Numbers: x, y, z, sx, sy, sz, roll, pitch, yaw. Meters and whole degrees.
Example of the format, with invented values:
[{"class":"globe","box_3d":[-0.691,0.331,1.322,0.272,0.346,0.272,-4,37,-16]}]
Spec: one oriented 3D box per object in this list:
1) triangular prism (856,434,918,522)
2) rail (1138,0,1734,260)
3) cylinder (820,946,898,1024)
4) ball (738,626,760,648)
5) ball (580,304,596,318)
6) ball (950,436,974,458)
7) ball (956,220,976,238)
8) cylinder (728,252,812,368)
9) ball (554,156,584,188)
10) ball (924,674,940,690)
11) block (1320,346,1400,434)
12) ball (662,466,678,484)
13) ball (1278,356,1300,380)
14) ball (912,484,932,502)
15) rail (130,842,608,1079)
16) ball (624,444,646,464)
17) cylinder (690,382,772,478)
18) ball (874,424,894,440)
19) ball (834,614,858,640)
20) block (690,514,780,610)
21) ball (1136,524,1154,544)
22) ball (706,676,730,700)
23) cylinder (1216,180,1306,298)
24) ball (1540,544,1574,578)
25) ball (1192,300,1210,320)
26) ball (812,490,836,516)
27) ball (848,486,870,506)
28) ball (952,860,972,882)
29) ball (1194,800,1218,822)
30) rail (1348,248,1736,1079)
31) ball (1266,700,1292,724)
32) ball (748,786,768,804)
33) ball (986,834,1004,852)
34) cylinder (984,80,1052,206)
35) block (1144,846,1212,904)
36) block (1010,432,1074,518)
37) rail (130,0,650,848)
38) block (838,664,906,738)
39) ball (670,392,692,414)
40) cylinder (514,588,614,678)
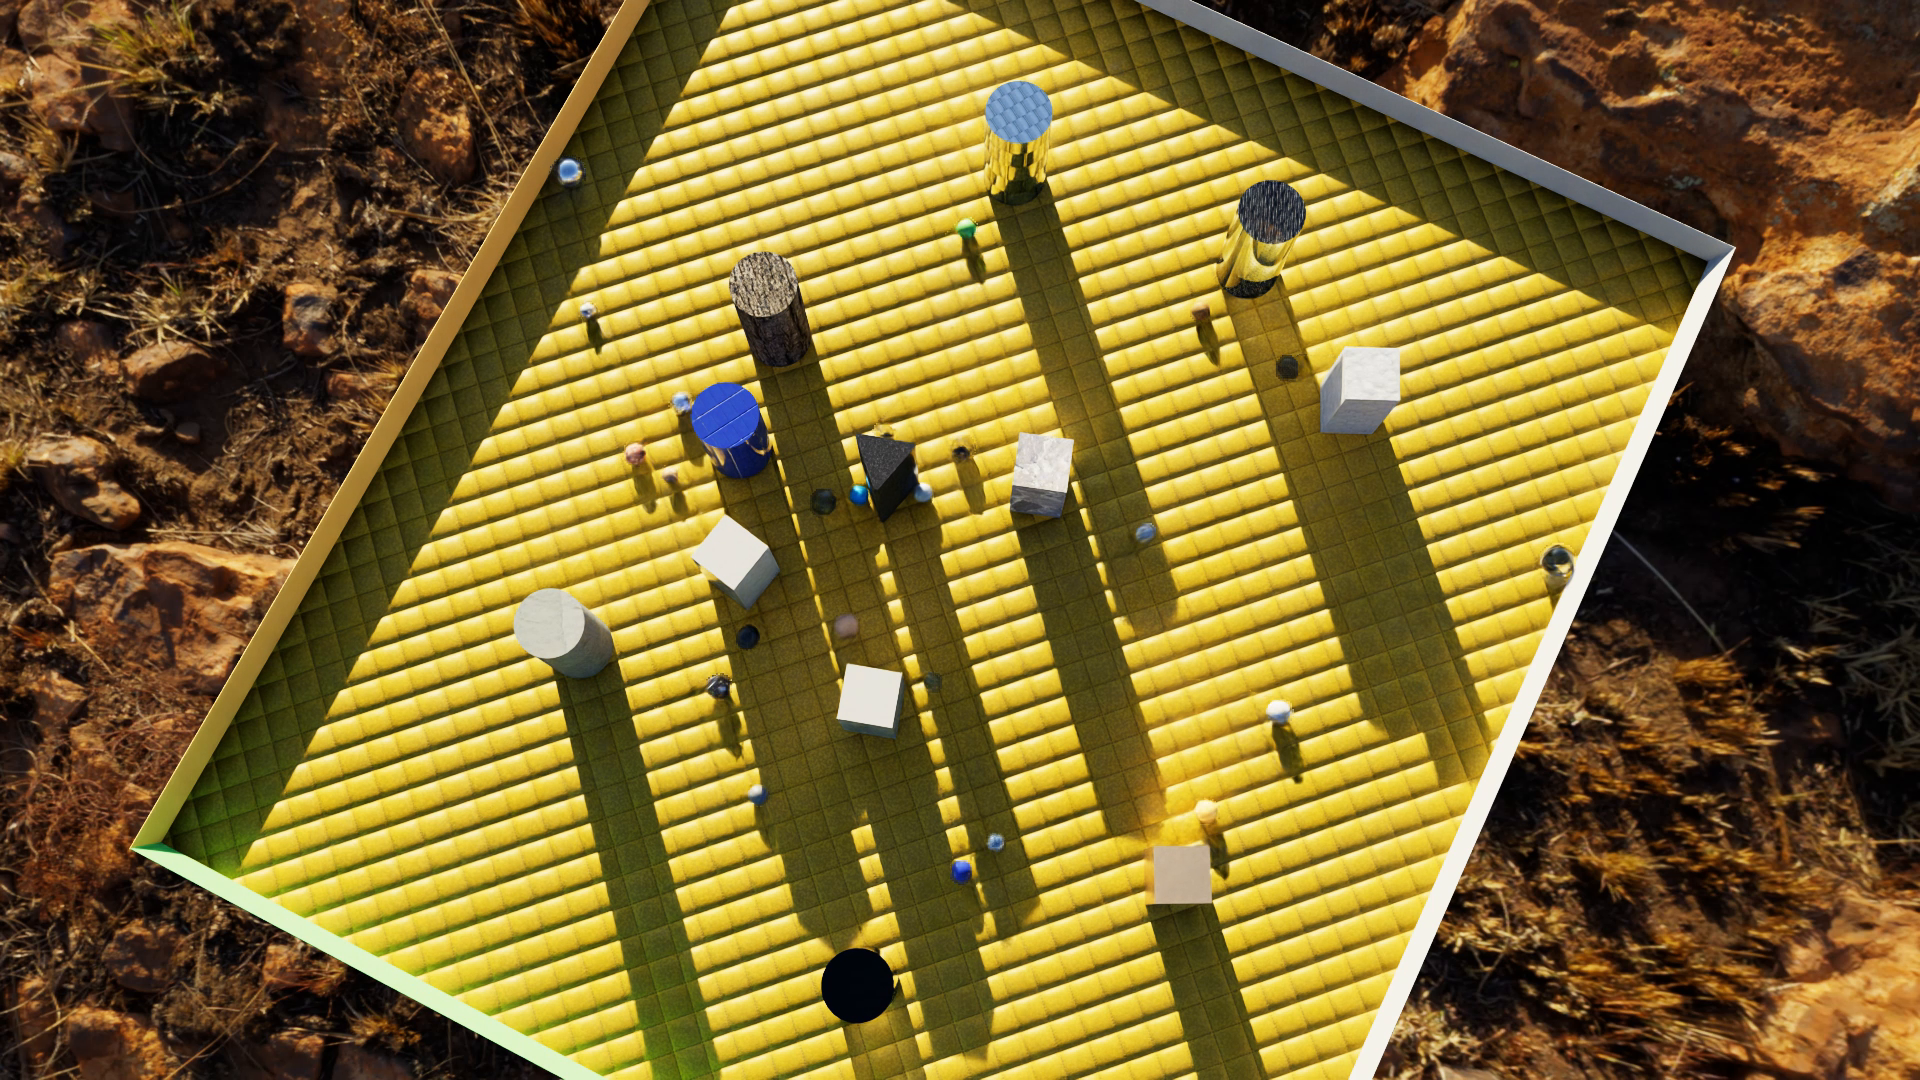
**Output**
[{"class":"triangular prism","box_3d":[-0.239,-0.210,5.435,0.149,0.441,0.172,40,81,8]},{"class":"rail","box_3d":[0.837,-1.633,5.888,3.477,0.129,0.045,26,80,5]},{"class":"cylinder","box_3d":[-0.278,1.247,5.157,0.199,0.395,0.199,0,78,0]},{"class":"ball","box_3d":[-0.637,0.291,5.522,0.068,0.068,0.068,0,78,0]},{"class":"ball","box_3d":[-1.167,-0.718,5.742,0.046,0.046,0.046,0,78,0]},{"class":"ball","box_3d":[0.006,-0.285,5.640,0.070,0.070,0.070,0,78,0]},{"class":"ball","box_3d":[0.020,-0.983,5.789,0.061,0.061,0.061,0,78,0]},{"class":"cylinder","box_3d":[-0.566,-0.687,5.509,0.199,0.489,0.199,0,78,0]},{"class":"ball","box_3d":[-1.240,-1.166,5.809,0.097,0.097,0.097,0,78,0]},{"class":"ball","box_3d":[-0.085,0.426,5.502,0.052,0.052,0.052,0,78,0]},{"class":"block","box_3d":[1.201,-0.446,5.517,0.159,0.375,0.159,2,78,0]},{"class":"ball","box_3d":[-0.890,-0.200,5.632,0.050,0.050,0.050,0,78,0]},{"class":"ball","box_3d":[1.021,-0.534,5.691,0.070,0.070,0.070,0,78,0]},{"class":"ball","box_3d":[-0.115,-0.144,5.616,0.061,0.061,0.061,0,78,0]},{"class":"rail","box_3d":[-0.837,1.646,5.209,3.477,0.129,0.045,26,80,5]},{"class":"ball","box_3d":[-0.999,-0.265,5.639,0.064,0.064,0.064,0,78,0]},{"class":"cylinder","box_3d":[-0.681,-0.324,5.493,0.199,0.373,0.199,0,78,0]},{"class":"ball","box_3d":[-0.233,-0.329,5.654,0.060,0.060,0.060,0,78,0]},{"class":"ball","box_3d":[-0.342,0.262,5.525,0.074,0.074,0.074,0,78,0]},{"class":"block","box_3d":[-0.659,0.071,5.419,0.159,0.358,0.159,37,81,7]},{"class":"ball","box_3d":[0.564,-0.019,5.591,0.058,0.058,0.058,0,78,0]},{"class":"ball","box_3d":[-0.724,0.441,5.489,0.072,0.072,0.072,0,78,0]},{"class":"cylinder","box_3d":[0.907,-0.905,5.560,0.199,0.477,0.199,0,78,0]},{"class":"ball","box_3d":[1.811,0.064,5.553,0.099,0.099,0.099,0,78,0]},{"class":"ball","box_3d":[0.755,-0.718,5.735,0.059,0.059,0.059,0,78,0]},{"class":"ball","box_3d":[-0.417,-0.114,5.601,0.077,0.077,0.077,0,78,0]},{"class":"ball","box_3d":[-0.309,-0.136,5.613,0.062,0.062,0.062,0,78,0]},{"class":"ball","box_3d":[0.005,0.972,5.383,0.063,0.063,0.063,0,78,0]},{"class":"ball","box_3d":[0.728,0.801,5.416,0.068,0.068,0.068,0,78,0]},{"class":"rail","box_3d":[1.534,0.758,5.393,0.045,0.129,3.791,26,80,5]},{"class":"ball","box_3d":[0.952,0.514,5.473,0.073,0.073,0.073,0,78,0]},{"class":"ball","box_3d":[-0.600,0.755,5.431,0.057,0.057,0.057,0,78,0]},{"class":"ball","box_3d":[0.105,0.893,5.405,0.052,0.052,0.052,0,78,0]},{"class":"cylinder","box_3d":[0.174,-1.211,5.624,0.199,0.476,0.199,0,78,0]},{"class":"block","box_3d":[0.624,0.966,5.272,0.159,0.283,0.159,-1,78,0]},{"class":"block","box_3d":[0.241,-0.191,5.480,0.159,0.344,0.159,8,78,2]},{"class":"rail","box_3d":[-1.534,-0.744,5.704,0.045,0.129,3.791,26,80,5]},{"class":"block","box_3d":[-0.256,0.474,5.353,0.159,0.324,0.159,10,78,2]},{"class":"ball","box_3d":[-0.861,-0.421,5.669,0.068,0.068,0.068,0,78,0]},{"class":"cylinder","box_3d":[-1.149,0.277,5.337,0.199,0.436,0.199,0,78,0]}]
